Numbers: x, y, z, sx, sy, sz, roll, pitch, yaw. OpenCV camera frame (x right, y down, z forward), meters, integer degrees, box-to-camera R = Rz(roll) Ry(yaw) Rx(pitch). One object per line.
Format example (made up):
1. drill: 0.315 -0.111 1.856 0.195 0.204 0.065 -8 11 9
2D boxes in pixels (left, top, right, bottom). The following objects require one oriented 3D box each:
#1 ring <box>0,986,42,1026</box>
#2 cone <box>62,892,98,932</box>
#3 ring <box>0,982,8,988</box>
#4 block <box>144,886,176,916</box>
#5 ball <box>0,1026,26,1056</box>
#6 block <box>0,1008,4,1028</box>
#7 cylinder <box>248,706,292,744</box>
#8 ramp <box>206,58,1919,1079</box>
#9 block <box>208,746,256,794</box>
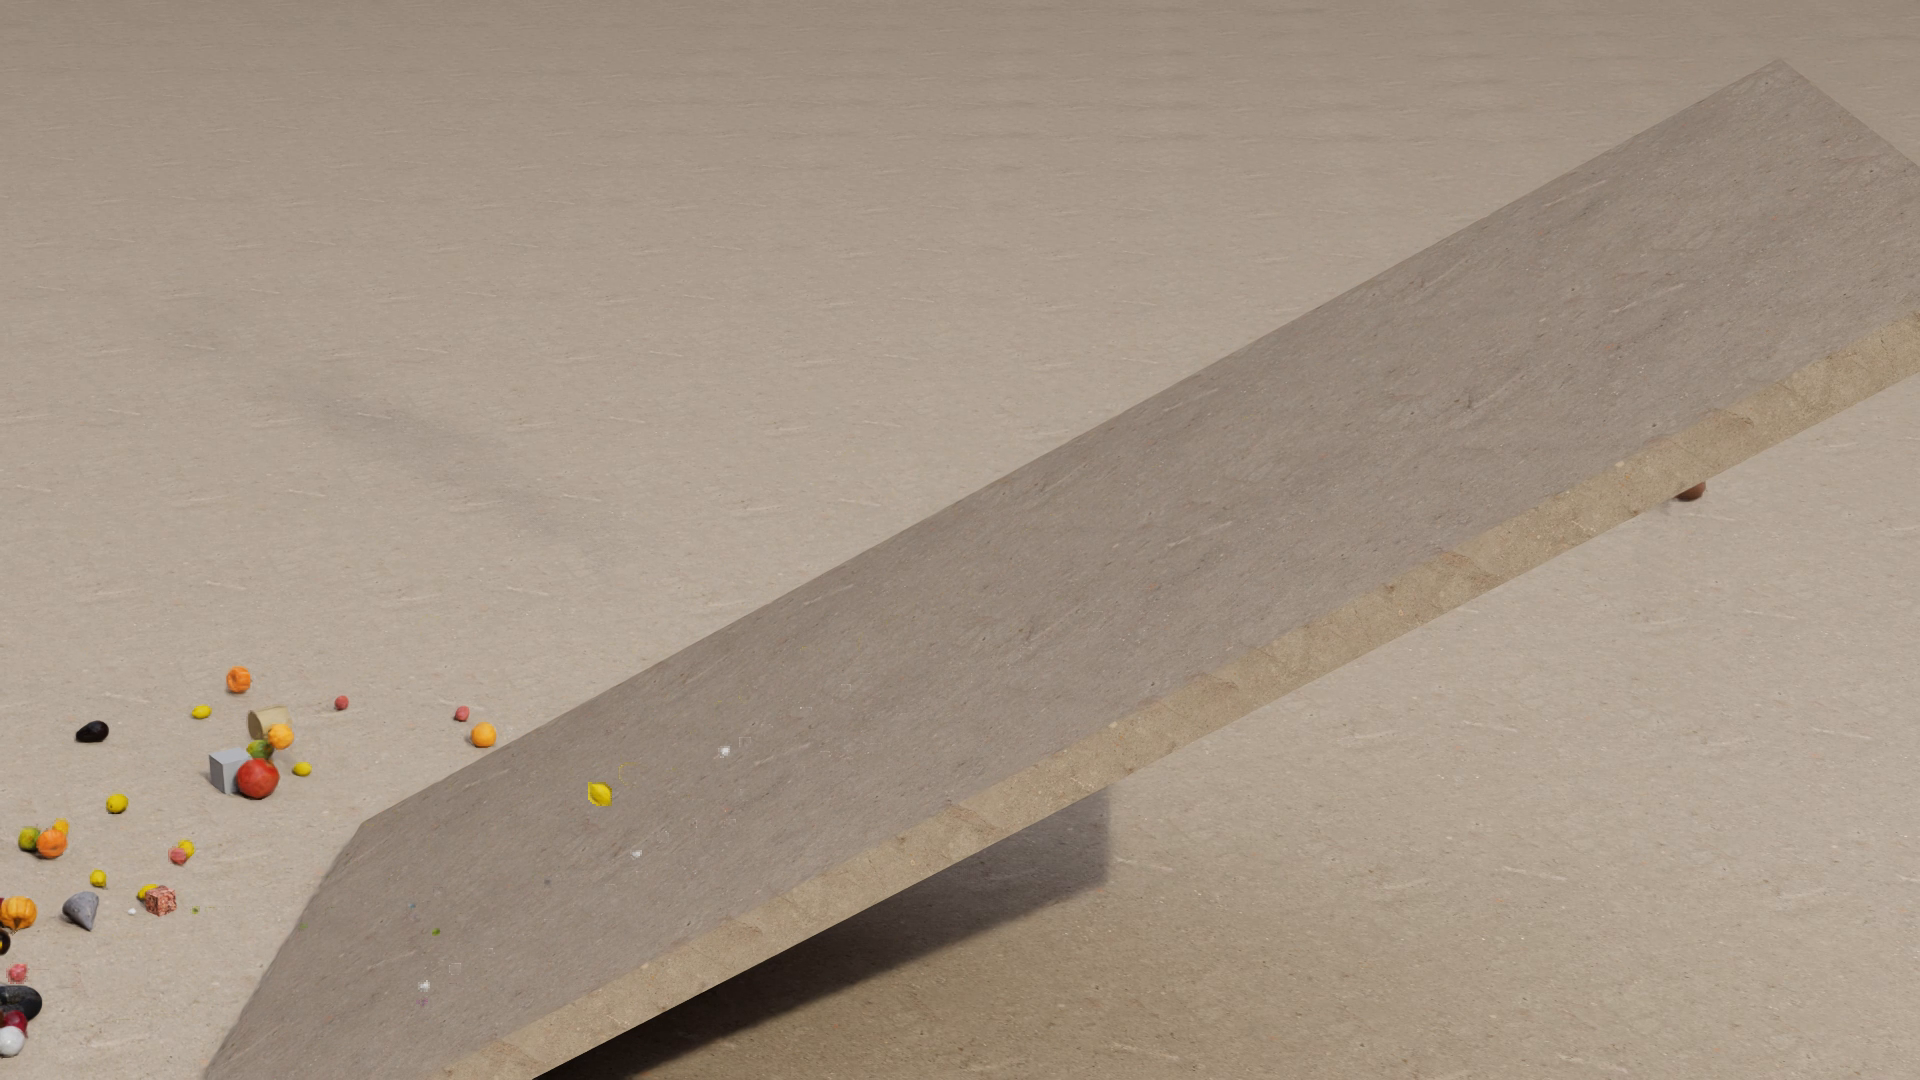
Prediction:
1. ring: -2.198 1.077 6.803 0.147 0.049 0.147 1 20 0
2. cone: -2.153 0.932 7.246 0.092 0.092 0.092 -11 48 -30
3. ring: -2.262 1.061 6.887 0.078 0.026 0.078 -1 19 0
4. block: -1.991 0.899 7.327 0.052 0.052 0.052 14 23 37
5. ball: -2.140 1.128 6.622 0.067 0.067 0.067 0 19 0
6. block: -2.214 1.113 6.646 0.080 0.080 0.080 1 19 4
7. cylinder: -1.964 0.526 8.373 0.093 0.093 0.093 -14 23 -37
8. ramp: 0.142 0.168 6.285 4.000 0.100 2.000 -28 15 12
9. block: -1.995 0.632 8.062 0.090 0.090 0.090 -14 23 -36
